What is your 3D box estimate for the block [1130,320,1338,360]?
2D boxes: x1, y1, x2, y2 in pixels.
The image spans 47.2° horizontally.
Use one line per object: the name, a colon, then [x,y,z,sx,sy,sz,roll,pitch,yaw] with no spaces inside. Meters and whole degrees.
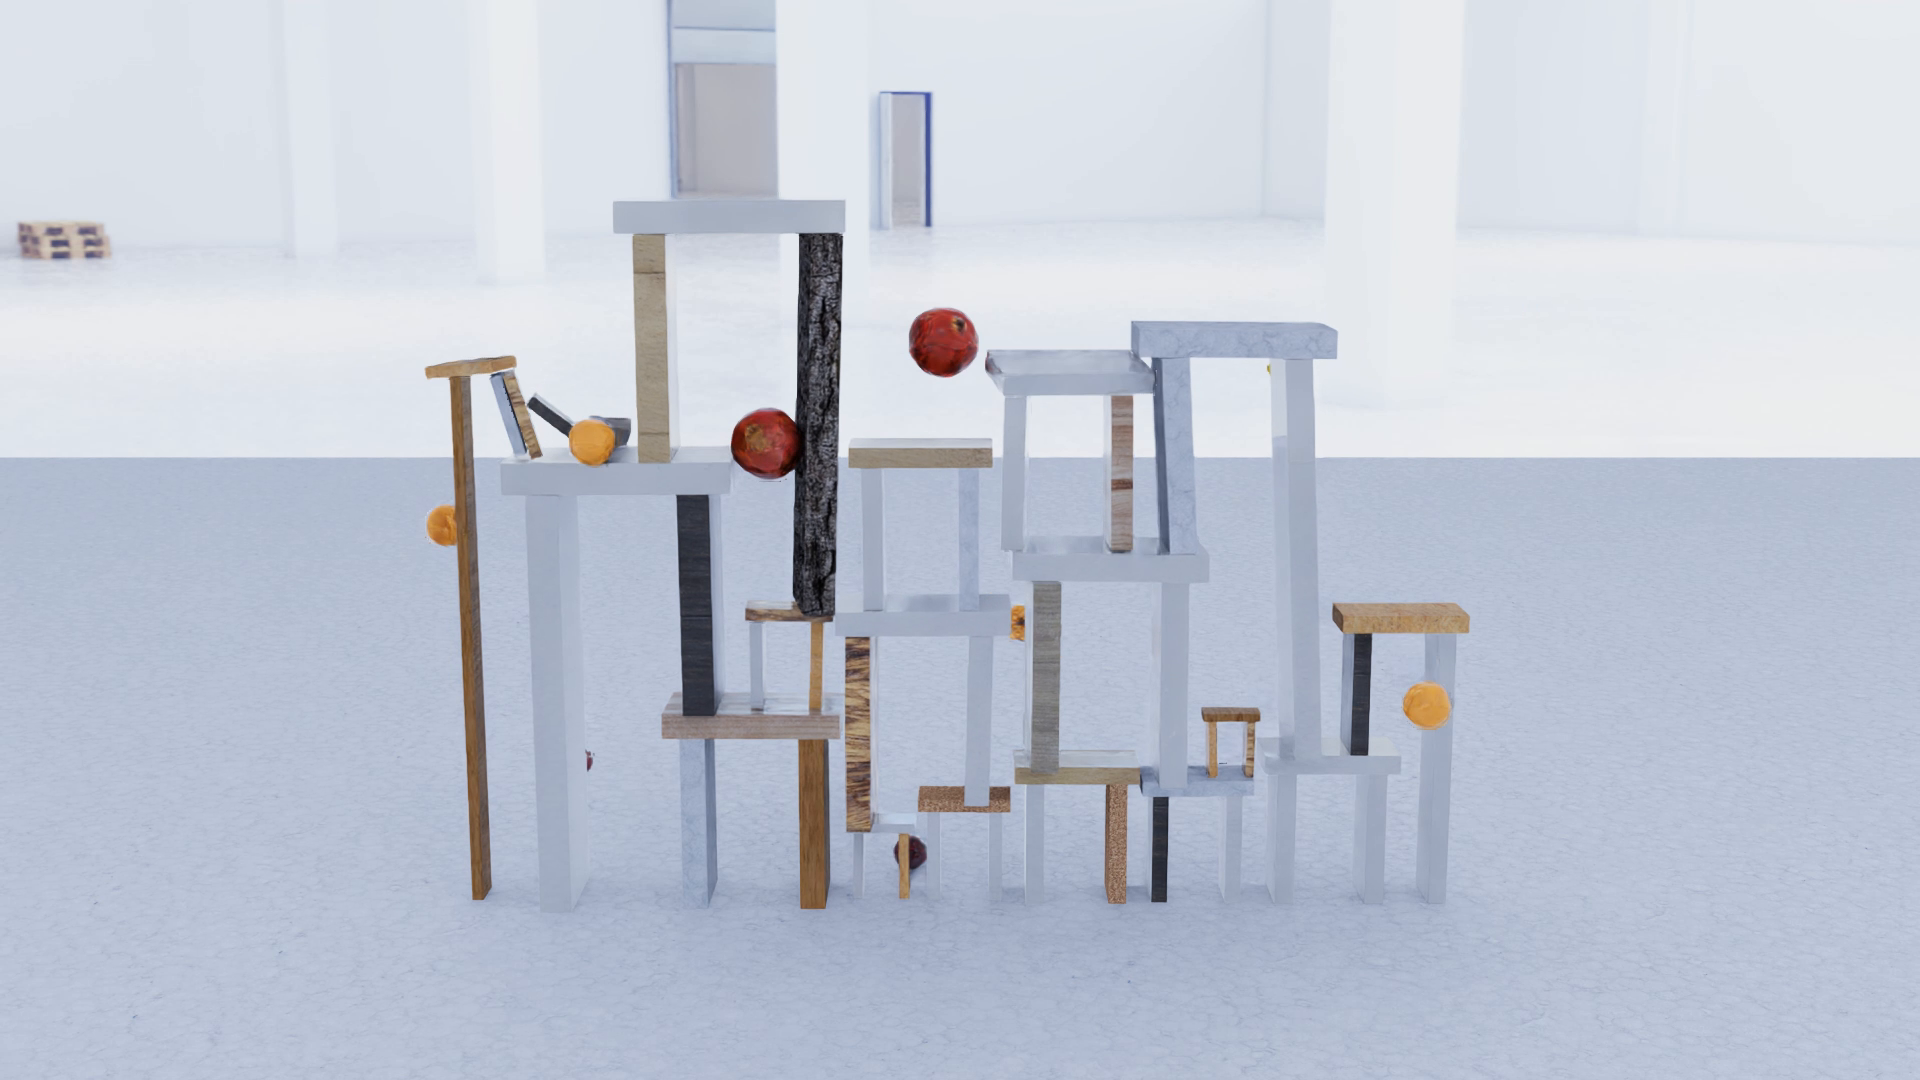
block: [0.433,-0.319,3.497,0.310,0.044,0.155,1,11,-1]

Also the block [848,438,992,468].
block: [-0.063,-0.140,3.537,0.230,0.033,0.115,0,10,0]

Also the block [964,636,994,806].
block: [0.031,0.280,3.611,0.040,0.282,0.141,2,10,1]

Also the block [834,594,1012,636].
block: [-0.059,0.122,3.582,0.282,0.040,0.141,0,10,0]

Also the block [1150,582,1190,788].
block: [0.341,0.220,3.594,0.044,0.339,0.157,-1,11,-1]

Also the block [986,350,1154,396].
block: [0.174,-0.267,3.500,0.245,0.035,0.122,-1,23,-13]

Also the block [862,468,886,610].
block: [-0.139,-0.011,3.560,0.033,0.230,0.115,0,10,0]

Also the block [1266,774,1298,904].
block: [0.533,0.480,3.654,0.031,0.221,0.111,0,11,0]

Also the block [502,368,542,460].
block: [-0.694,-0.200,3.491,0.019,0.135,0.068,-18,18,-8]

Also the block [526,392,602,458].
block: [-0.632,-0.185,3.517,0.135,0.019,0.068,38,3,-13]

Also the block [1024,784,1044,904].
block: [0.123,0.489,3.651,0.029,0.204,0.102,0,11,0]

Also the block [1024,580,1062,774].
block: [0.134,0.206,3.586,0.044,0.313,0.157,0,12,-3]

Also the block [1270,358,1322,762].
block: [0.543,0.023,3.560,0.044,0.648,0.155,-3,11,-1]

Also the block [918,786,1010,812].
block: [0.008,0.429,3.642,0.152,0.022,0.076,0,11,1]

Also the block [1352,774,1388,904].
block: [0.681,0.480,3.654,0.031,0.221,0.111,0,11,0]

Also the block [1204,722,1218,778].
block: [0.414,0.339,3.624,0.013,0.093,0.046,-2,11,-3]

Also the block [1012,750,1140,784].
block: [0.190,0.374,3.627,0.204,0.029,0.102,0,11,-1]

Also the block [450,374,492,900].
block: [-0.798,0.162,3.591,0.018,0.869,0.065,0,11,0]

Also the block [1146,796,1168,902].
block: [0.328,0.500,3.655,0.026,0.182,0.091,0,11,0]

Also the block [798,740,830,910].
block: [-0.241,0.449,3.640,0.041,0.287,0.144,0,11,0]

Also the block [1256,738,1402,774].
block: [0.607,0.356,3.631,0.221,0.031,0.111,0,11,0]

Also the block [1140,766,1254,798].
block: [0.389,0.398,3.634,0.182,0.026,0.091,0,11,0]

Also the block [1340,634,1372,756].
block: [0.649,0.241,3.607,0.029,0.203,0.102,0,11,0]

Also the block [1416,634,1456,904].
block: [0.785,0.365,3.630,0.029,0.456,0.102,0,11,0]

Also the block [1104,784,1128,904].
block: [0.259,0.489,3.652,0.029,0.204,0.102,0,11,0]

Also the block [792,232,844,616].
block: [-0.230,-0.192,3.539,0.050,0.605,0.178,0,10,-10]

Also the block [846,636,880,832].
block: [-0.160,0.302,3.614,0.040,0.325,0.141,1,11,4]

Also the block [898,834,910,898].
block: [-0.092,0.533,3.661,0.016,0.114,0.057,0,11,0]

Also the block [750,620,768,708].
block: [-0.330,0.197,3.600,0.020,0.141,0.071,0,11,1]

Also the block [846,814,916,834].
block: [-0.131,0.470,3.646,0.114,0.016,0.057,0,10,1]

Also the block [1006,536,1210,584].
block: [0.236,0.030,3.555,0.313,0.044,0.157,1,11,-2]

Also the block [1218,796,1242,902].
block: [0.449,0.500,3.655,0.026,0.182,0.091,0,11,0]

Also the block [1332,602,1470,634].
block: [0.718,0.127,3.585,0.203,0.029,0.102,0,11,0]

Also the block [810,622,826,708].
block: [-0.233,0.197,3.599,0.020,0.141,0.071,2,10,-1]

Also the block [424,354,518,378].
block: [-0.776,-0.275,3.491,0.131,0.018,0.065,-3,12,26]

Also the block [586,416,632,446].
block: [-0.581,-0.167,3.613,0.068,0.019,0.135,3,-21,-14]

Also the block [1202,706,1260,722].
block: [0.445,0.287,3.614,0.093,0.013,0.046,0,10,2]

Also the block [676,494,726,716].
block: [-0.420,0.089,3.579,0.051,0.360,0.180,0,11,0]

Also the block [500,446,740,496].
block: [-0.542,-0.112,3.539,0.360,0.051,0.180,0,11,-1]

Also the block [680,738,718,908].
block: [-0.432,0.449,3.641,0.041,0.287,0.144,0,11,0]

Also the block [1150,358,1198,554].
block: [0.343,-0.144,3.526,0.044,0.310,0.155,-4,11,-1]

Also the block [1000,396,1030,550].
block: [0.089,-0.117,3.521,0.035,0.245,0.122,2,13,4]

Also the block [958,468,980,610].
block: [0.014,-0.011,3.559,0.033,0.229,0.115,0,10,0]

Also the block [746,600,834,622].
block: [-0.277,0.116,3.586,0.141,0.020,0.071,1,10,-3]

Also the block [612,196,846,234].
block: [-0.360,-0.511,3.459,0.355,0.050,0.178,-1,10,-4]

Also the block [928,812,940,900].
block: [-0.043,0.515,3.659,0.022,0.152,0.076,0,11,0]

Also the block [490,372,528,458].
block: [-0.716,-0.200,3.486,0.018,0.131,0.065,-17,12,-7]

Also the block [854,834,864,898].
block: [-0.168,0.533,3.661,0.016,0.114,0.057,1,11,0]

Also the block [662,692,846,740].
block: [-0.336,0.288,3.611,0.287,0.041,0.144,0,11,0]

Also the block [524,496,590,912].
block: [-0.658,0.252,3.603,0.051,0.688,0.180,0,11,0]

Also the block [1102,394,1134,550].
block: [0.254,-0.117,3.536,0.035,0.245,0.122,-1,11,-2]

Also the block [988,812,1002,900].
block: [0.058,0.515,3.659,0.022,0.152,0.076,0,11,0]

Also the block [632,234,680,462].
block: [-0.482,-0.312,3.496,0.050,0.356,0.178,0,10,-2]

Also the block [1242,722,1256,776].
block: [0.476,0.339,3.623,0.013,0.093,0.046,1,10,0]
